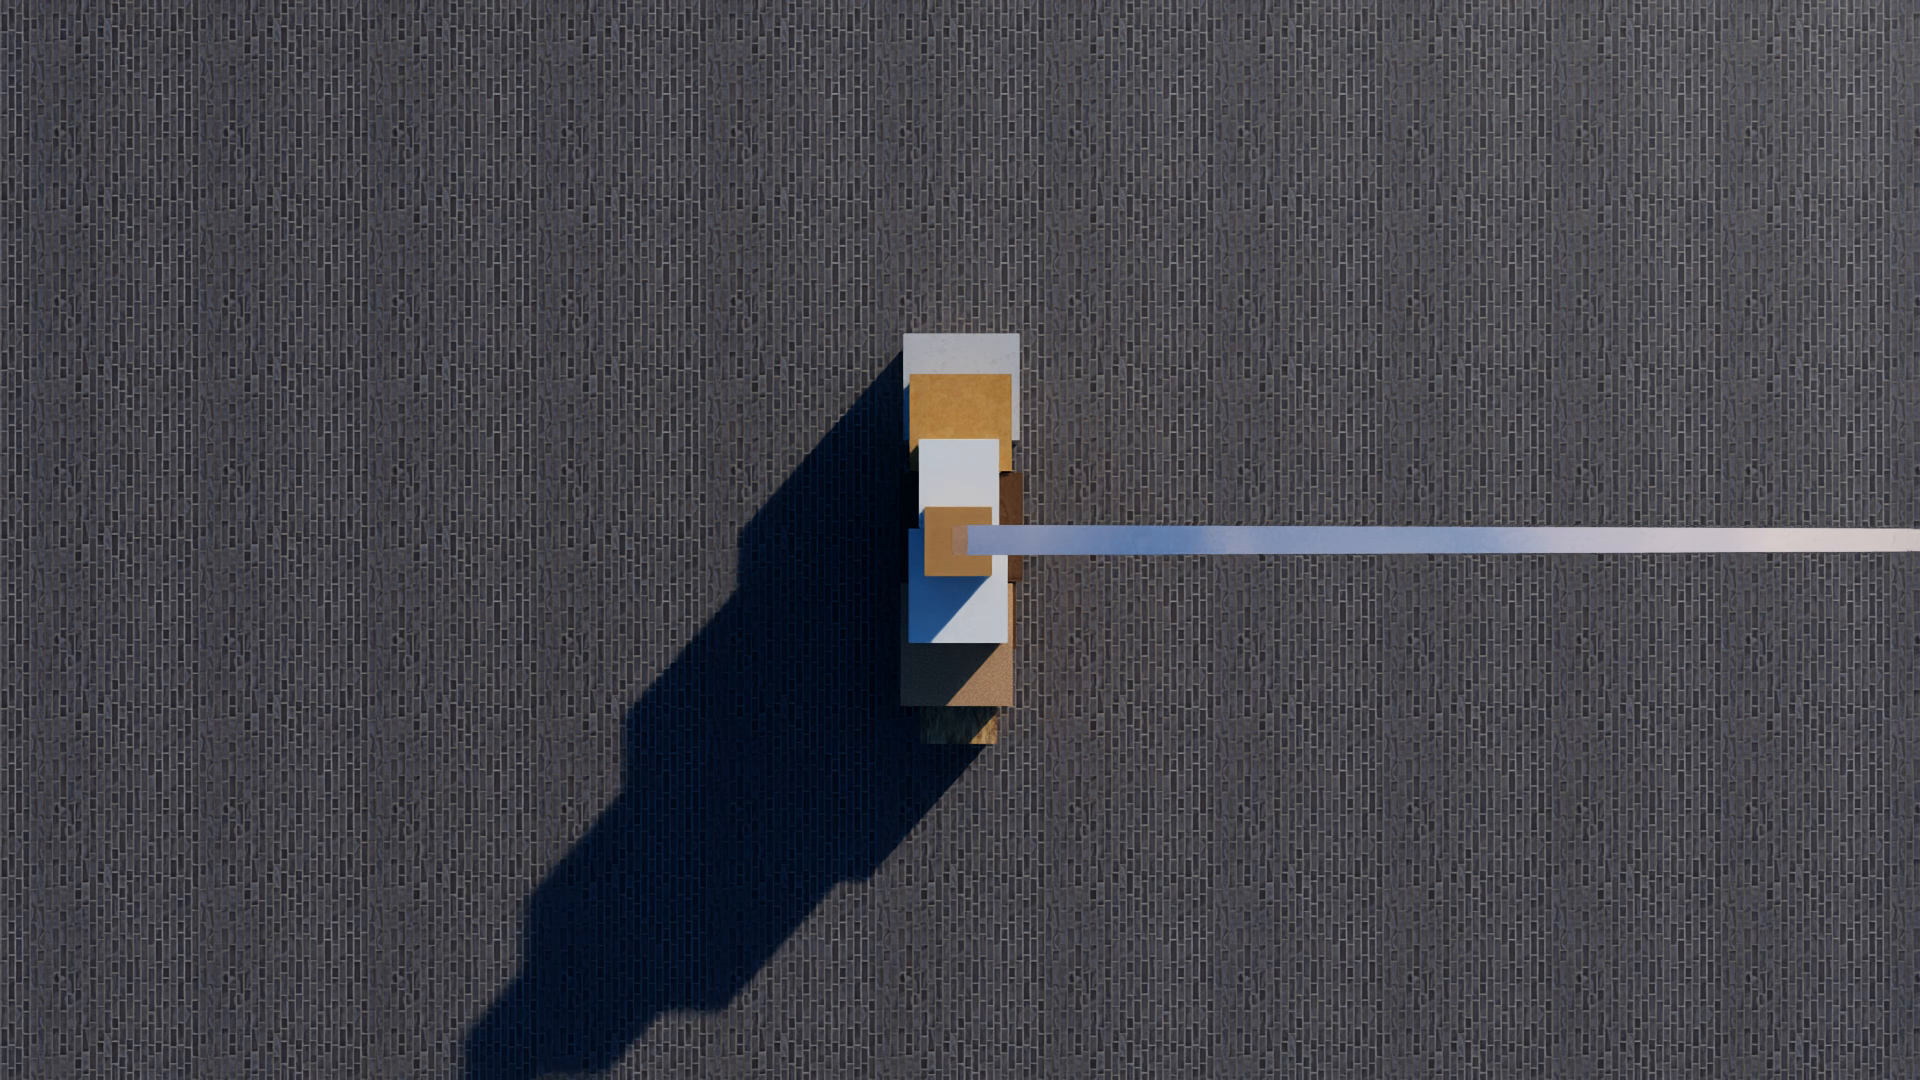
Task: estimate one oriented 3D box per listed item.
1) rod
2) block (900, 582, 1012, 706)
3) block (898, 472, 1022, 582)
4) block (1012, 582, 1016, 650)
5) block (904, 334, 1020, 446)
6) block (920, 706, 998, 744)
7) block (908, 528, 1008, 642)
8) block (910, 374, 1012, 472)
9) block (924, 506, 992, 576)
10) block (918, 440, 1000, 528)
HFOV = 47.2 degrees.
[{"bbox_3d":[2.234,0.000,7.156,5.200,0.080,0.080,0,90,-31],"label":"rod"},{"bbox_3d":[-0.017,0.562,12.112,0.603,0.617,0.658,0,90,0],"label":"block"},{"bbox_3d":[0.004,-0.069,12.112,0.666,0.618,0.583,0,90,0],"label":"block"},{"bbox_3d":[0.007,0.326,12.710,0.617,0.579,0.582,0,90,0],"label":"block"},{"bbox_3d":[0.008,-0.857,12.648,0.650,0.705,0.596,0,90,0],"label":"block"},{"bbox_3d":[-0.006,0.891,12.728,0.433,0.545,0.527,0,90,0],"label":"block"},{"bbox_3d":[-0.010,0.235,11.567,0.509,0.470,0.590,0,90,0],"label":"block"},{"bbox_3d":[0.003,-0.630,12.039,0.548,0.512,0.520,0,90,0],"label":"block"},{"bbox_3d":[-0.008,0.007,11.190,0.340,0.283,0.349,0,90,0],"label":"block"},{"bbox_3d":[-0.005,-0.294,11.557,0.413,0.457,0.459,0,91,0],"label":"block"}]
